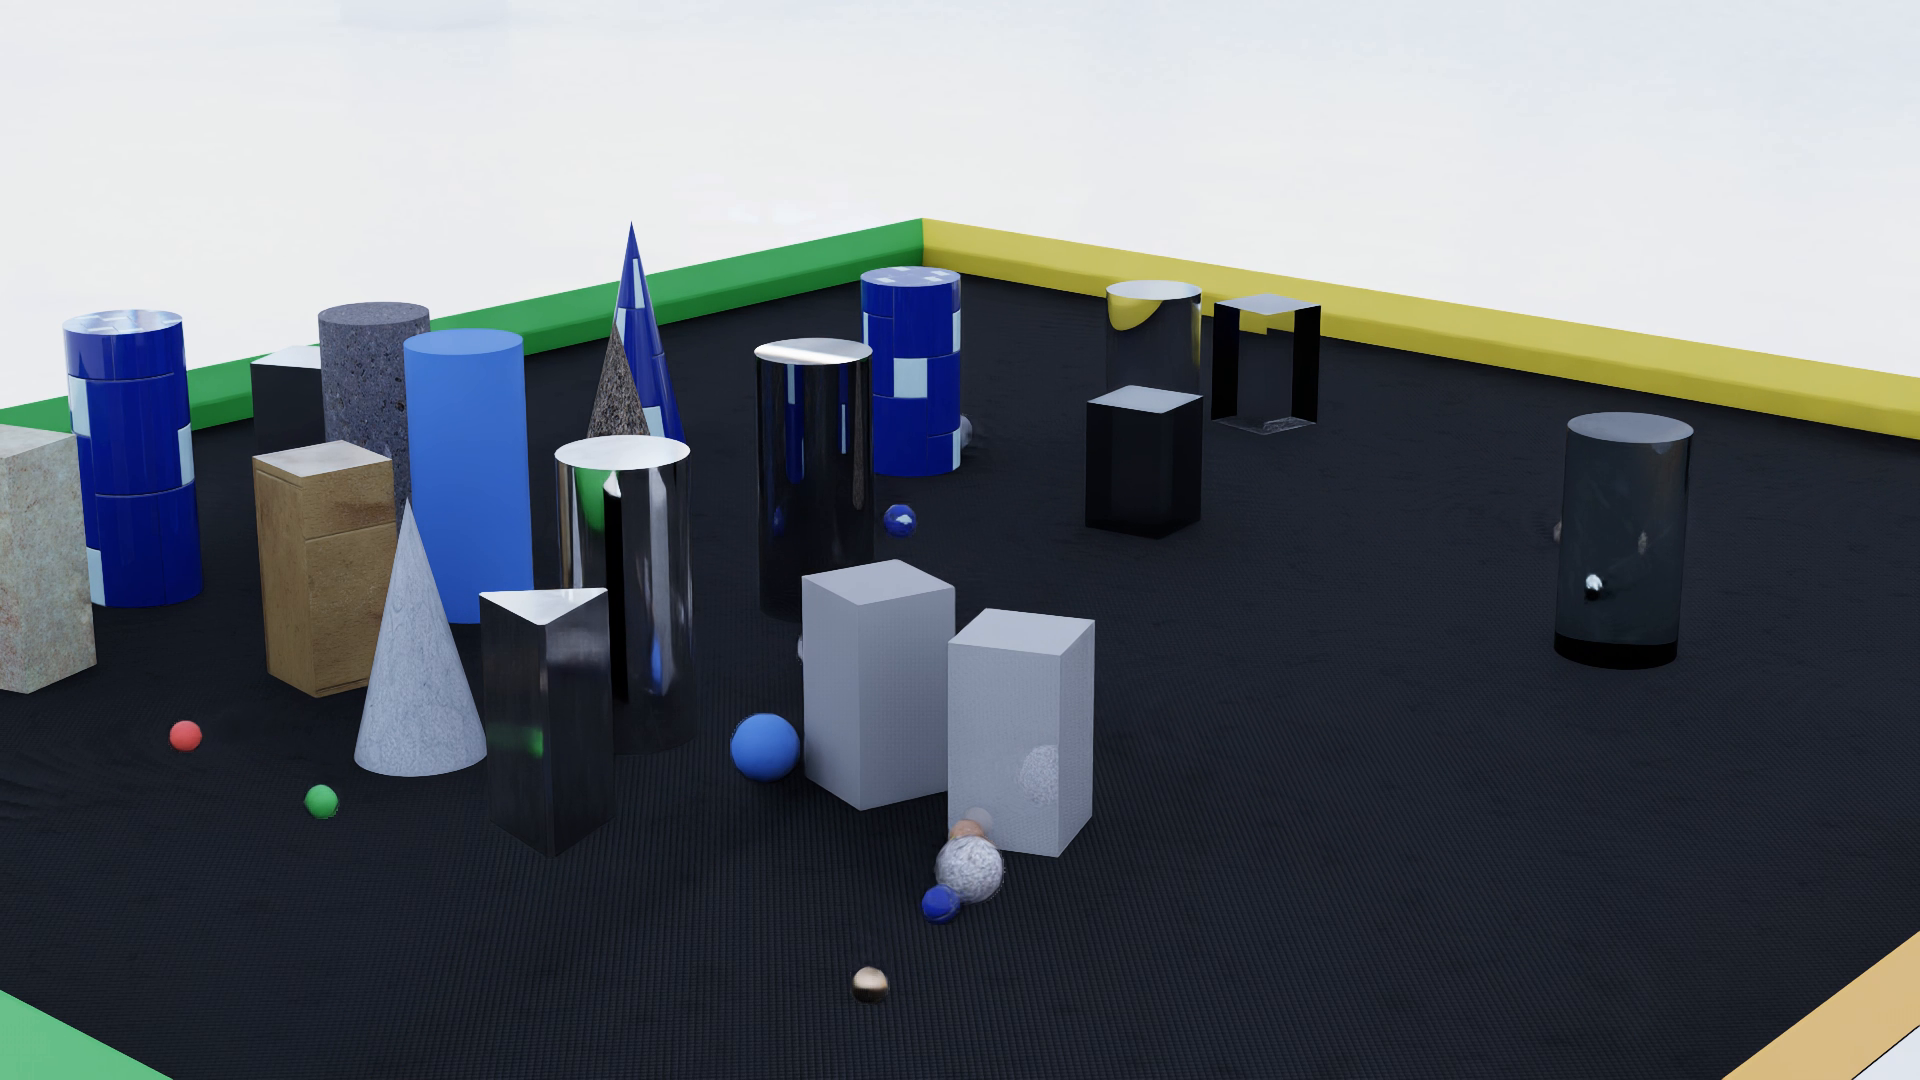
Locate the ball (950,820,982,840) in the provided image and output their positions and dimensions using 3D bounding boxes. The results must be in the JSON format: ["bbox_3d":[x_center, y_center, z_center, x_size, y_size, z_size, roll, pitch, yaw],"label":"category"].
[{"bbox_3d":[0.008,0.407,4.026,0.046,0.046,0.046,0,17,0],"label":"ball"}]

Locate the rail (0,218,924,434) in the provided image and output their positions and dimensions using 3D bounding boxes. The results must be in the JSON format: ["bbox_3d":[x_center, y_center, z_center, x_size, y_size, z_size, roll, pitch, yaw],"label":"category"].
[{"bbox_3d":[-1.477,-0.337,6.347,0.045,0.130,4.249,14,22,39],"label":"rail"}]

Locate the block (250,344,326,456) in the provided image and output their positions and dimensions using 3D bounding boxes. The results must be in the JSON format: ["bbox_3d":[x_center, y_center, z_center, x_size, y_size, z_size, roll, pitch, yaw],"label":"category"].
[{"bbox_3d":[-1.228,-0.198,5.579,0.160,0.309,0.160,5,18,17],"label":"block"}]

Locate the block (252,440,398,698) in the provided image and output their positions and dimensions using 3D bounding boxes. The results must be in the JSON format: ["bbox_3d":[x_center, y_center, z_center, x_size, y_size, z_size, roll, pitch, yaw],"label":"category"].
[{"bbox_3d":[-1.007,0.044,4.682,0.160,0.362,0.160,-14,22,-38],"label":"block"}]

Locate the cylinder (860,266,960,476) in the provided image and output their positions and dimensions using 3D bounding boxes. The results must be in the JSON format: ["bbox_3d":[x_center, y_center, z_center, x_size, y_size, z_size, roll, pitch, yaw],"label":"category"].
[{"bbox_3d":[-0.099,-0.341,5.916,0.200,0.388,0.200,0,17,0],"label":"cylinder"}]

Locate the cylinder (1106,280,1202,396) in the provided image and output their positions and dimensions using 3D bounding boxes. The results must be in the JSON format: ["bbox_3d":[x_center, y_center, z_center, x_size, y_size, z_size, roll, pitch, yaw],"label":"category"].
[{"bbox_3d":[0.407,-0.379,6.186,0.200,0.305,0.200,0,17,0],"label":"cylinder"}]

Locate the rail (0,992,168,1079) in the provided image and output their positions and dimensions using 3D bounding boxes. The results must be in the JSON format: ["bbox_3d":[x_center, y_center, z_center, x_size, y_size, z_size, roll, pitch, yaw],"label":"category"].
[{"bbox_3d":[-1.377,0.490,3.601,3.958,0.130,0.045,14,22,39],"label":"rail"}]

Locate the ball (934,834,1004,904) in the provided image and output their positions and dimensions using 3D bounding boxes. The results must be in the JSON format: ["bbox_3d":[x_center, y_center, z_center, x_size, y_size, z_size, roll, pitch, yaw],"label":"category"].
[{"bbox_3d":[0.012,0.434,3.860,0.090,0.090,0.090,0,17,0],"label":"ball"}]

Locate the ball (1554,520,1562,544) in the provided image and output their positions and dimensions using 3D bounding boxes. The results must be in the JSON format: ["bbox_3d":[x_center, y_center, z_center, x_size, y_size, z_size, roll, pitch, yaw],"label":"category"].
[{"bbox_3d":[1.120,-0.012,5.407,0.052,0.052,0.052,0,17,0],"label":"ball"}]

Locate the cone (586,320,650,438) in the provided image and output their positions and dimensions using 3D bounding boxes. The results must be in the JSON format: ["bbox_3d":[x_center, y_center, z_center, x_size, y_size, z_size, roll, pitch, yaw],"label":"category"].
[{"bbox_3d":[-0.652,-0.238,5.589,0.200,0.380,0.200,0,17,0],"label":"cone"}]

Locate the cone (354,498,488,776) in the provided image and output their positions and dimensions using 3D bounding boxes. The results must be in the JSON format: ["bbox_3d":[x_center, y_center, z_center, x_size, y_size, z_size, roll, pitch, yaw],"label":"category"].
[{"bbox_3d":[-0.808,0.127,4.342,0.200,0.399,0.200,0,17,0],"label":"cone"}]

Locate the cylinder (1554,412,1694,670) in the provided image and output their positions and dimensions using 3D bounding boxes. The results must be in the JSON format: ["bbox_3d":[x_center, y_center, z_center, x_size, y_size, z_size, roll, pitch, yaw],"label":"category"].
[{"bbox_3d":[1.084,0.000,4.798,0.200,0.380,0.200,0,17,0],"label":"cylinder"}]

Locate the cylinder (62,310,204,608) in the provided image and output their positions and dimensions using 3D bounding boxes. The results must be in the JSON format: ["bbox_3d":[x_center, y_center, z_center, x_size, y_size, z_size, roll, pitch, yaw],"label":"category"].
[{"bbox_3d":[-1.433,-0.142,5.089,0.200,0.484,0.200,0,17,0],"label":"cylinder"}]

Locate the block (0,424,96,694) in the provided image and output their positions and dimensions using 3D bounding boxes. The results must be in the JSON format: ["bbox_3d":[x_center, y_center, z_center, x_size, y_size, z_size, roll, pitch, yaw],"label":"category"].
[{"bbox_3d":[-1.515,0.028,4.693,0.160,0.387,0.160,8,18,24],"label":"block"}]

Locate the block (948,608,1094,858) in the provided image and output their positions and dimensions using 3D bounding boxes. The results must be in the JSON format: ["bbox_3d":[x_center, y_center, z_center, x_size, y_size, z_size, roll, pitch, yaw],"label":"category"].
[{"bbox_3d":[0.085,0.265,4.069,0.160,0.292,0.160,6,18,19],"label":"block"}]

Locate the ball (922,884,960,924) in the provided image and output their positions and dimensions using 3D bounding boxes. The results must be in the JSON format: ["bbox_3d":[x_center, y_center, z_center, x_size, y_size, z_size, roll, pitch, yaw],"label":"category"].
[{"bbox_3d":[-0.024,0.472,3.802,0.050,0.050,0.050,0,17,0],"label":"ball"}]

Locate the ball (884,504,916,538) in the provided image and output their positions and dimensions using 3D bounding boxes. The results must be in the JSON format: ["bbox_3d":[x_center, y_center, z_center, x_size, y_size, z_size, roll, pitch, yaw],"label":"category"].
[{"bbox_3d":[-0.112,-0.036,5.469,0.062,0.062,0.062,0,17,0],"label":"ball"}]

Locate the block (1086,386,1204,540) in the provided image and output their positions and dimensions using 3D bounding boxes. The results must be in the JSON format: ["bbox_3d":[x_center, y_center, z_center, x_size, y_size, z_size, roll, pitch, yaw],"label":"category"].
[{"bbox_3d":[0.347,-0.148,5.527,0.160,0.243,0.160,11,20,32],"label":"block"}]

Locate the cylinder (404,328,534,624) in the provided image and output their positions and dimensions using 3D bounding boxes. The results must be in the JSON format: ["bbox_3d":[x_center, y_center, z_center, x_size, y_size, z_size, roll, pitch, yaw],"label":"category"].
[{"bbox_3d":[-0.838,-0.111,5.012,0.200,0.468,0.200,0,17,0],"label":"cylinder"}]

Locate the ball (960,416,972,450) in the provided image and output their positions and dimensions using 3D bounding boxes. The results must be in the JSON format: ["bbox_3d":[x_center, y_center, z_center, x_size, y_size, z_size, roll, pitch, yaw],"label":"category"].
[{"bbox_3d":[-0.012,-0.223,6.066,0.076,0.076,0.076,0,17,0],"label":"ball"}]

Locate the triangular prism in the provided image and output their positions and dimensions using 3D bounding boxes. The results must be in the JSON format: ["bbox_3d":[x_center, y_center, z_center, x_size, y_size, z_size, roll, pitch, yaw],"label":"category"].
[{"bbox_3d":[-0.550,0.241,4.072,0.150,0.336,0.173,-12,21,-35],"label":"triangular prism"}]

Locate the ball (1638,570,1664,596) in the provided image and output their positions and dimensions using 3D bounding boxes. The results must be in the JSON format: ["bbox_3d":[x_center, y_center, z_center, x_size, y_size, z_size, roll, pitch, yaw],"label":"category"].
[{"bbox_3d":[1.208,0.075,5.127,0.046,0.046,0.046,0,17,0],"label":"ball"}]

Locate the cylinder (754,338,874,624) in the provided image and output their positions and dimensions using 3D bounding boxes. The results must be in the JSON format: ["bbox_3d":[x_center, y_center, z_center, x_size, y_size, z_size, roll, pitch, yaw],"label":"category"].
[{"bbox_3d":[-0.247,-0.102,5.013,0.200,0.452,0.200,0,17,0],"label":"cylinder"}]

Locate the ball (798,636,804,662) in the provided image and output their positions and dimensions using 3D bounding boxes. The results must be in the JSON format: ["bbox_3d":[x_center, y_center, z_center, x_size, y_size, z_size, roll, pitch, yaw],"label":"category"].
[{"bbox_3d":[-0.231,0.175,4.759,0.067,0.067,0.067,0,17,0],"label":"ball"}]

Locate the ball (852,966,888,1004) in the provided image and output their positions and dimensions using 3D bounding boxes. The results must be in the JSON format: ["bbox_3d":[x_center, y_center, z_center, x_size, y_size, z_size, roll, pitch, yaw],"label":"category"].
[{"bbox_3d":[-0.111,0.543,3.577,0.044,0.044,0.044,0,17,0],"label":"ball"}]

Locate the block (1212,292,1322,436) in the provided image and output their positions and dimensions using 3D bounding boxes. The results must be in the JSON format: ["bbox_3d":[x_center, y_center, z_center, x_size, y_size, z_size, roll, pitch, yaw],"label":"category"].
[{"bbox_3d":[0.653,-0.378,6.262,0.160,0.259,0.160,-13,21,-37],"label":"block"}]

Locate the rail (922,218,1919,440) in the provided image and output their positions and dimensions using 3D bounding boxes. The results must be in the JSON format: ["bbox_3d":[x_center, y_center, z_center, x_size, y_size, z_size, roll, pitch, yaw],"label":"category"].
[{"bbox_3d":[1.377,-0.425,6.639,3.958,0.130,0.045,14,22,39],"label":"rail"}]

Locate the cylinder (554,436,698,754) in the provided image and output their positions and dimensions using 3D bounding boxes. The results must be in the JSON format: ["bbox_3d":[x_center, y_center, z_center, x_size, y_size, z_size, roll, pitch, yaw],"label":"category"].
[{"bbox_3d":[-0.501,0.081,4.420,0.200,0.442,0.200,0,17,0],"label":"cylinder"}]

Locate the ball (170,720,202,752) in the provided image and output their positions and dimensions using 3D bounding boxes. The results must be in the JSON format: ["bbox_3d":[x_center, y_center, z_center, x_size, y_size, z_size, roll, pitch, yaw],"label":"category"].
[{"bbox_3d":[-1.162,0.294,4.399,0.047,0.047,0.047,0,17,0],"label":"ball"}]

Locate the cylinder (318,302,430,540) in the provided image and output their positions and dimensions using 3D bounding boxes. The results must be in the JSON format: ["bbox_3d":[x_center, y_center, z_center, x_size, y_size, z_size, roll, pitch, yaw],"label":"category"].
[{"bbox_3d":[-1.063,-0.204,5.379,0.200,0.434,0.200,0,17,0],"label":"cylinder"}]

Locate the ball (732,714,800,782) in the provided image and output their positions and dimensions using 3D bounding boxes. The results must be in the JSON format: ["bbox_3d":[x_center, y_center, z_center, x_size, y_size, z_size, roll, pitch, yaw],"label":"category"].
[{"bbox_3d":[-0.283,0.303,4.276,0.100,0.100,0.100,0,17,0],"label":"ball"}]

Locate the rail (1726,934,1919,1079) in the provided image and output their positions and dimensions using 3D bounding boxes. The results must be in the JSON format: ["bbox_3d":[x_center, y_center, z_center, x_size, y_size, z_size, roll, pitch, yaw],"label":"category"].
[{"bbox_3d":[1.477,0.402,3.892,0.045,0.130,4.249,14,22,39],"label":"rail"}]

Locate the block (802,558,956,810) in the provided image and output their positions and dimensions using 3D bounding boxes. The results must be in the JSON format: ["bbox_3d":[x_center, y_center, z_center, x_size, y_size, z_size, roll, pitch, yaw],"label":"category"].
[{"bbox_3d":[-0.117,0.207,4.236,0.160,0.308,0.160,-10,20,-31],"label":"block"}]

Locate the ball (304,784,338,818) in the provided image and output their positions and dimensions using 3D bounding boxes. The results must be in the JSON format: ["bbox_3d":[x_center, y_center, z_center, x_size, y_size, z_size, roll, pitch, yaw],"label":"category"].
[{"bbox_3d":[-0.905,0.370,4.150,0.045,0.045,0.045,0,17,0],"label":"ball"}]

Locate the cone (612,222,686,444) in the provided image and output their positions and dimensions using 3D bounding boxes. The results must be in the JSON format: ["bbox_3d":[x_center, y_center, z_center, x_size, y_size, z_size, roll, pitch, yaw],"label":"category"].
[{"bbox_3d":[-0.670,-0.426,6.043,0.200,0.477,0.200,0,17,0],"label":"cone"}]
